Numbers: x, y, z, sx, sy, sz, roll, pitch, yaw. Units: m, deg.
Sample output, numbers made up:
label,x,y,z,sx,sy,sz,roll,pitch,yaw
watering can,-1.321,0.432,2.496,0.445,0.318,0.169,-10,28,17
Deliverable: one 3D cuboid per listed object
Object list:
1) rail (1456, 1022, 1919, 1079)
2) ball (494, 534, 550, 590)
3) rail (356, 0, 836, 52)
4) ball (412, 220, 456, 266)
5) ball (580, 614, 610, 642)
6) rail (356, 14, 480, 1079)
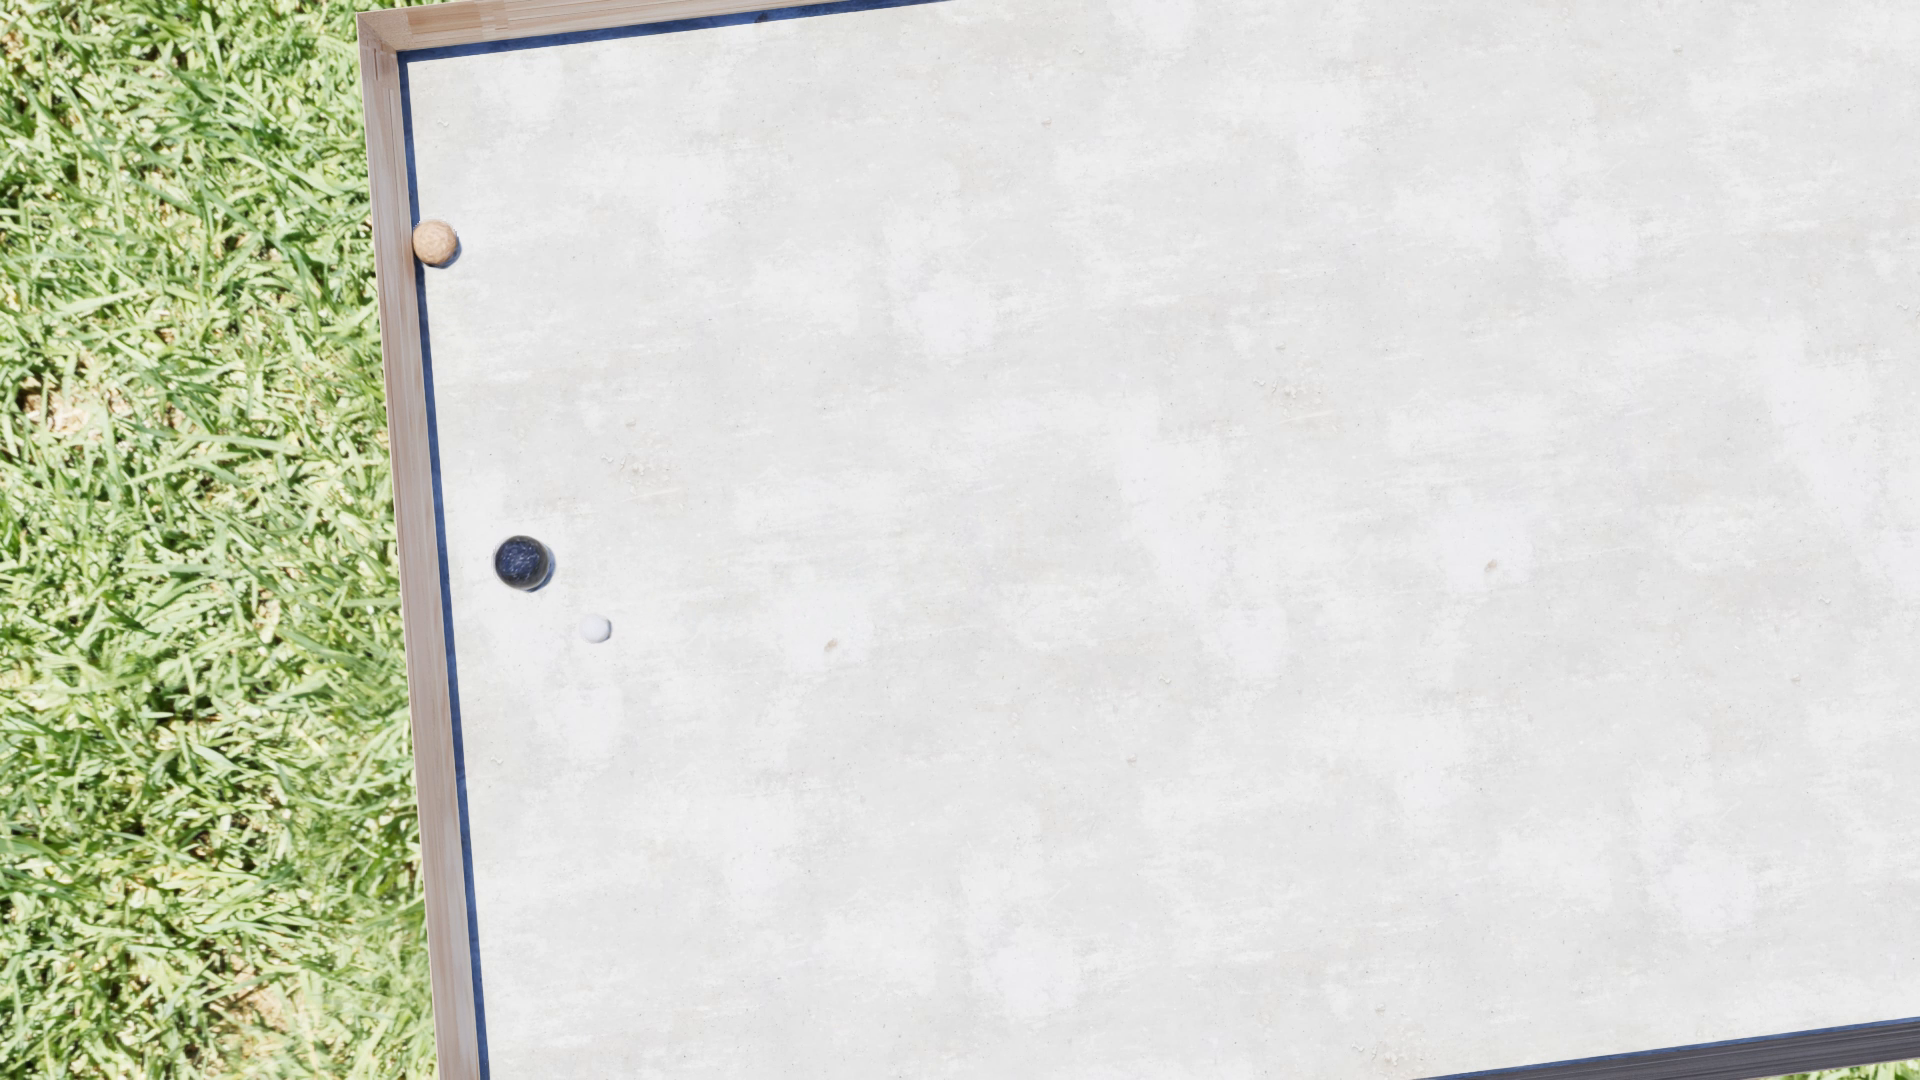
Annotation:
label,x,y,z,sx,sy,sz,roll,pitch,yaw
rail,0.919,0.764,3.129,3.273,0.108,0.045,-7,80,-1
ball,-0.651,0.033,3.271,0.083,0.083,0.083,0,80,0
rail,0.706,-0.965,3.433,3.273,0.108,0.045,-7,80,-1
ball,-0.805,-0.455,3.365,0.068,0.068,0.068,0,80,0
ball,-0.543,0.131,3.274,0.043,0.043,0.043,0,80,0
rail,-0.789,0.090,3.247,0.045,0.108,1.816,-7,80,-1
